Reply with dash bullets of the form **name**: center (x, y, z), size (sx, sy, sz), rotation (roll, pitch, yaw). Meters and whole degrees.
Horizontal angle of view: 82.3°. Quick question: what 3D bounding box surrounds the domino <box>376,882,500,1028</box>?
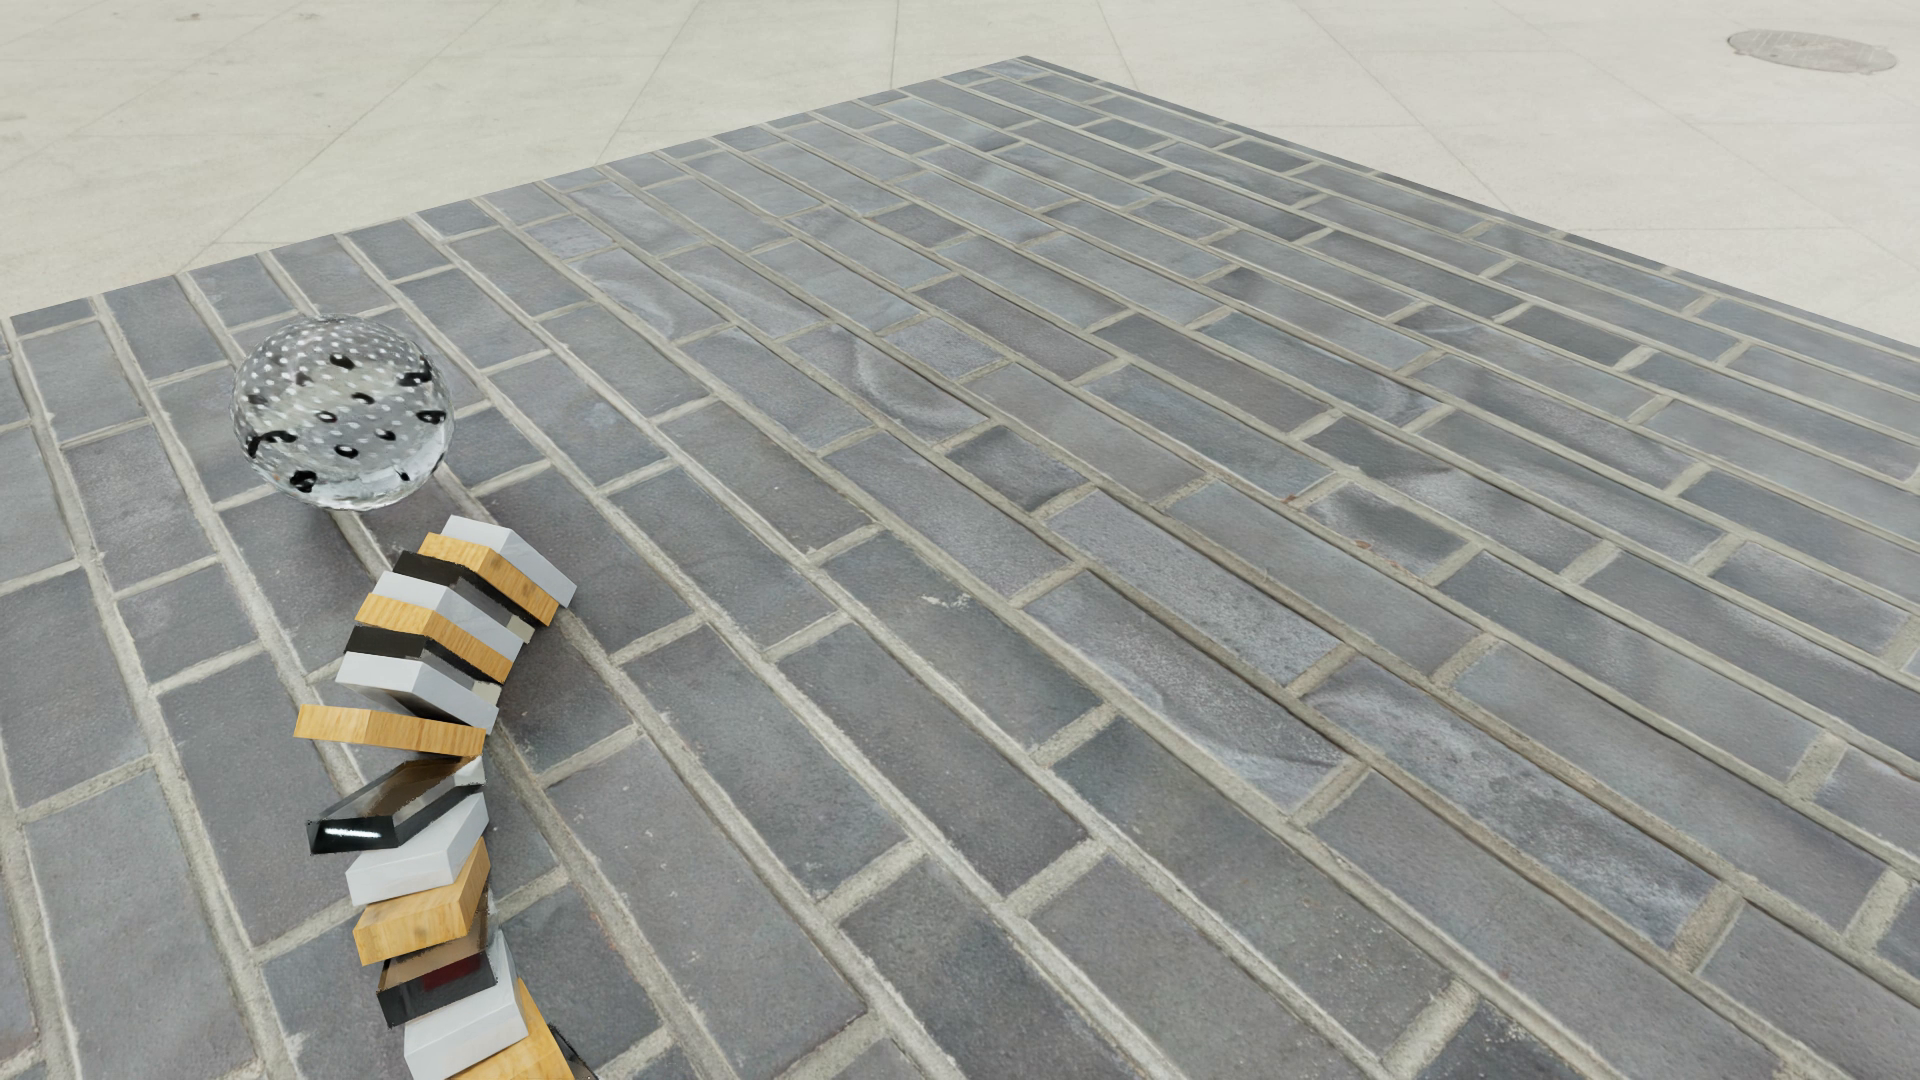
- **domino**: center (-0.137, 0.108, 0.291), size (0.025, 0.009, 0.050), rotation (-18, 9, -20)

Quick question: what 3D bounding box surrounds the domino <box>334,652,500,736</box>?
- **domino**: center (-0.172, 0.050, 0.351), size (0.025, 0.050, 0.010), rotation (6, 66, 8)

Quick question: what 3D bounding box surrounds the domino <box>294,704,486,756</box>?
- **domino**: center (-0.174, 0.059, 0.339), size (0.025, 0.050, 0.009), rotation (2, 75, 16)

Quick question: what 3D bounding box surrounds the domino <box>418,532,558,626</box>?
- **domino**: center (-0.168, 0.015, 0.394), size (0.025, 0.050, 0.009), rotation (12, 67, 15)

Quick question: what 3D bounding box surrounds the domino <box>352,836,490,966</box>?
- **domino**: center (-0.147, 0.098, 0.303), size (0.025, 0.009, 0.050), rotation (-13, 8, -15)

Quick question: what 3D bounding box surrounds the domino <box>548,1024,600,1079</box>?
- **domino**: center (-0.099, 0.134, 0.259), size (0.025, 0.010, 0.050), rotation (-31, 16, -32)

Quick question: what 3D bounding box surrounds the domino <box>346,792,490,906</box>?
- **domino**: center (-0.154, 0.088, 0.316), size (0.025, 0.009, 0.050), rotation (-10, 7, -12)

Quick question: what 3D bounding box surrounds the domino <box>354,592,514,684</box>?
- **domino**: center (-0.176, 0.034, 0.370), size (0.025, 0.050, 0.010), rotation (12, 67, 15)

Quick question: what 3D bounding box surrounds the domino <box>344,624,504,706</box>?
- **domino**: center (-0.174, 0.043, 0.360), size (0.025, 0.050, 0.010), rotation (7, 66, 8)

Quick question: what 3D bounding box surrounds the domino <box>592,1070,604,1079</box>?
- **domino**: center (-0.083, 0.141, 0.251), size (0.050, 0.010, 0.025), rotation (-6, 25, 49)

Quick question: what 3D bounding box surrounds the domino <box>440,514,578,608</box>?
- **domino**: center (-0.164, 0.009, 0.402), size (0.025, 0.050, 0.009), rotation (12, 67, 15)

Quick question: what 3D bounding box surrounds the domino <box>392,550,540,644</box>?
- **domino**: center (-0.173, 0.021, 0.387), size (0.025, 0.050, 0.010), rotation (12, 67, 15)

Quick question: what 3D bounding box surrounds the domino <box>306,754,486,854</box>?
- **domino**: center (-0.166, 0.078, 0.327), size (0.025, 0.010, 0.050), rotation (-5, 7, 4)

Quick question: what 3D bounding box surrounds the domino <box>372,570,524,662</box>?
- **domino**: center (-0.175, 0.027, 0.379), size (0.025, 0.050, 0.009), rotation (12, 67, 15)

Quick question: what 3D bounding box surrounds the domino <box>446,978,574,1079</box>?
- **domino**: center (-0.113, 0.126, 0.269), size (0.025, 0.009, 0.050), rotation (-27, 13, -29)

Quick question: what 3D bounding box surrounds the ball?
- **ball**: center (-0.251, -0.052, 0.451), size (0.080, 0.080, 0.080), rotation (0, 39, 0)

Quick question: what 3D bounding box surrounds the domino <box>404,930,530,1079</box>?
- **domino**: center (-0.126, 0.118, 0.279), size (0.025, 0.010, 0.050), rotation (-22, 11, -24)
